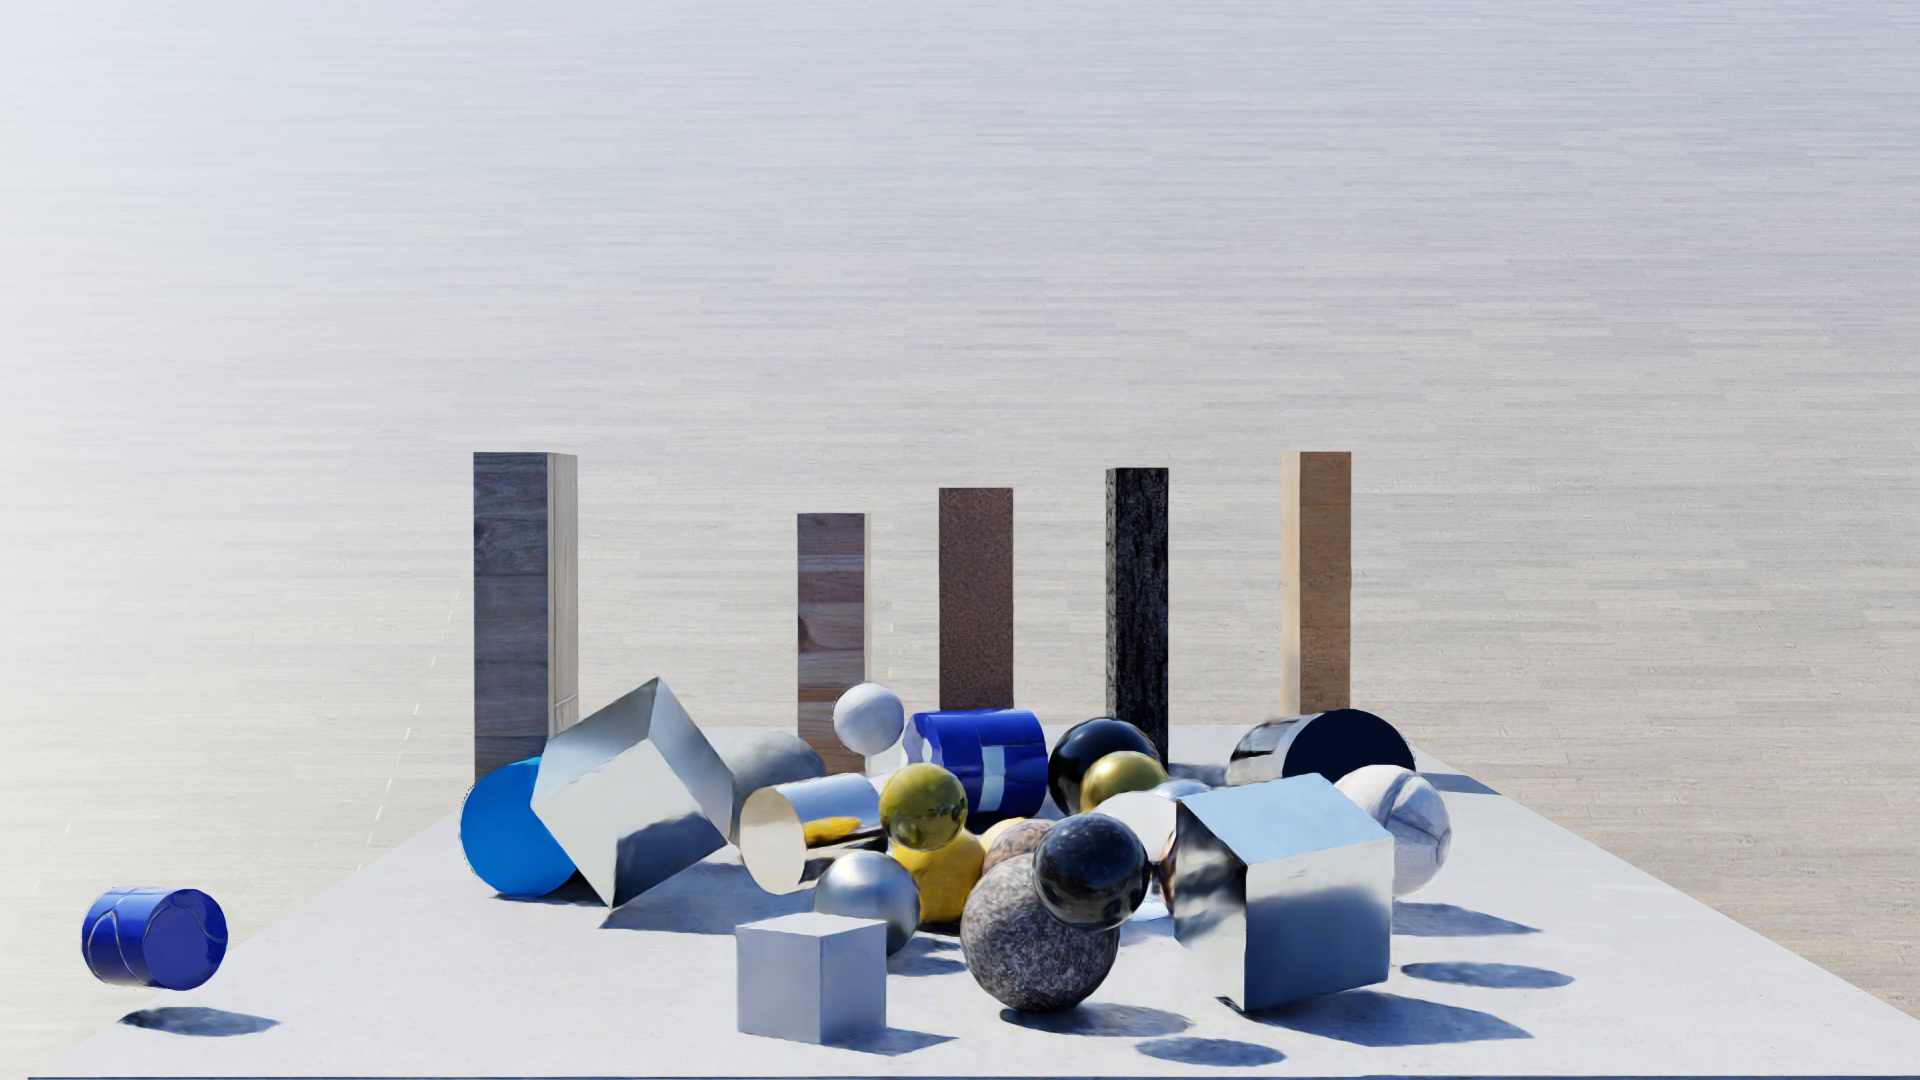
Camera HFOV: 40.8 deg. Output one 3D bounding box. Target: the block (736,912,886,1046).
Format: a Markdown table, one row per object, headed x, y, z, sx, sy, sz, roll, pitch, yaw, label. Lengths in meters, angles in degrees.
| x | y | z | sx | sy | sz | roll | pitch | yaw | label |
| --- | --- | --- | --- | --- | --- | --- | --- | --- | --- |
| -0.161 | 0.477 | 2.818 | 0.116 | 0.116 | 0.116 | 1 | 1 | 36 | block |

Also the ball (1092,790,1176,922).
| x | y | z | sx | sy | sz | roll | pitch | yaw | label |
| --- | --- | --- | --- | --- | --- | --- | --- | --- | --- |
| 0.245 | 0.434 | 3.544 | 0.178 | 0.178 | 0.178 | 0 | 27 | 0 | ball |

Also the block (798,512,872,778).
| x | y | z | sx | sy | sz | roll | pitch | yaw | label |
| --- | --- | --- | --- | --- | --- | --- | --- | --- | --- |
| -0.243 | 0.223 | 5.053 | 0.127 | 0.553 | 0.351 | 0 | 1 | 0 | block |

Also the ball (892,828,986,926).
| x | y | z | sx | sy | sz | roll | pitch | yaw | label |
| --- | --- | --- | --- | --- | --- | --- | --- | --- | --- |
| -0.027 | 0.454 | 3.515 | 0.140 | 0.140 | 0.140 | 0 | 27 | 0 | ball |

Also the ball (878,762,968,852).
| x | y | z | sx | sy | sz | roll | pitch | yaw | label |
| --- | --- | --- | --- | --- | --- | --- | --- | --- | --- |
| -0.047 | 0.343 | 3.314 | 0.115 | 0.115 | 0.115 | 0 | 27 | 0 | ball |

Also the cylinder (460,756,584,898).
| x | y | z | sx | sy | sz | roll | pitch | yaw | label |
| --- | --- | --- | --- | --- | --- | --- | --- | --- | --- |
| -0.616 | 0.421 | 3.853 | 0.195 | 0.195 | 0.195 | 6 | 2 | 11 | cylinder |

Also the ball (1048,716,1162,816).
| x | y | z | sx | sy | sz | roll | pitch | yaw | label |
| --- | --- | --- | --- | --- | --- | --- | --- | --- | --- |
| 0.252 | 0.408 | 4.491 | 0.200 | 0.200 | 0.200 | 0 | 27 | 0 | ball |

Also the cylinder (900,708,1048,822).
| x | y | z | sx | sy | sz | roll | pitch | yaw | label |
| --- | --- | --- | --- | --- | --- | --- | --- | --- | --- |
| 0.025 | 0.405 | 4.629 | 0.201 | 0.201 | 0.201 | -1 | 26 | -23 | cylinder |

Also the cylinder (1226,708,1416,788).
| x | y | z | sx | sy | sz | roll | pitch | yaw | label |
| --- | --- | --- | --- | --- | --- | --- | --- | --- | --- |
| 0.508 | 0.346 | 3.645 | 0.204 | 0.204 | 0.204 | -9 | -4 | -17 | cylinder |

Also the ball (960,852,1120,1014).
| x | y | z | sx | sy | sz | roll | pitch | yaw | label |
| --- | --- | --- | --- | --- | --- | --- | --- | --- | --- |
| 0.090 | 0.443 | 2.918 | 0.180 | 0.180 | 0.180 | 0 | 27 | 0 | ball |

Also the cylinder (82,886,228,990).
| x | y | z | sx | sy | sz | roll | pitch | yaw | label |
| --- | --- | --- | --- | --- | --- | --- | --- | --- | --- |
| -0.907 | 0.448 | 2.907 | 0.113 | 0.113 | 0.113 | -4 | 20 | 37 | cylinder |

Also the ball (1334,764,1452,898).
| x | y | z | sx | sy | sz | roll | pitch | yaw | label |
| --- | --- | --- | --- | --- | --- | --- | --- | --- | --- |
| 0.527 | 0.363 | 3.219 | 0.167 | 0.167 | 0.167 | 0 | 27 | 0 | ball |

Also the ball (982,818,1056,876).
| x | y | z | sx | sy | sz | roll | pitch | yaw | label |
| --- | --- | --- | --- | --- | --- | --- | --- | --- | --- |
| 0.105 | 0.449 | 3.455 | 0.152 | 0.152 | 0.152 | 0 | 27 | 0 | ball |

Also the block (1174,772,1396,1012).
| x | y | z | sx | sy | sz | roll | pitch | yaw | label |
| --- | --- | --- | --- | --- | --- | --- | --- | --- | --- |
| 0.367 | 0.398 | 2.950 | 0.182 | 0.182 | 0.182 | -8 | 21 | -19 | block |

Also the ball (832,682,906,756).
| x | y | z | sx | sy | sz | roll | pitch | yaw | label |
| --- | --- | --- | --- | --- | --- | --- | --- | --- | --- |
| -0.162 | 0.320 | 4.611 | 0.129 | 0.129 | 0.129 | 0 | 27 | 0 | ball |

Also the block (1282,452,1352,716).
| x | y | z | sx | sy | sz | roll | pitch | yaw | label |
| --- | --- | --- | --- | --- | --- | --- | --- | --- | --- |
| 0.747 | 0.155 | 5.434 | 0.105 | 0.676 | 0.301 | 0 | 1 | 0 | block |

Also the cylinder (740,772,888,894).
| x | y | z | sx | sy | sz | roll | pitch | yaw | label |
| --- | --- | --- | --- | --- | --- | --- | --- | --- | --- |
| -0.193 | 0.387 | 3.420 | 0.141 | 0.141 | 0.141 | -7 | 25 | -42 | cylinder |

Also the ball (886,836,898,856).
| x | y | z | sx | sy | sz | roll | pitch | yaw | label |
| --- | --- | --- | --- | --- | --- | --- | --- | --- | --- |
| -0.101 | 0.454 | 3.899 | 0.126 | 0.126 | 0.126 | 0 | 27 | 0 | ball |

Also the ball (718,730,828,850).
| x | y | z | sx | sy | sz | roll | pitch | yaw | label |
| --- | --- | --- | --- | --- | --- | --- | --- | --- | --- |
| -0.312 | 0.411 | 4.204 | 0.203 | 0.203 | 0.203 | 0 | 27 | 0 | ball |

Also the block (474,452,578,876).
| x | y | z | sx | sy | sz | roll | pitch | yaw | label |
| --- | --- | --- | --- | --- | --- | --- | --- | --- | --- |
| -0.689 | 0.188 | 4.121 | 0.114 | 0.652 | 0.314 | 0 | 1 | 0 | block |

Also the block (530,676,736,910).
| x | y | z | sx | sy | sz | roll | pitch | yaw | label |
| --- | --- | --- | --- | --- | --- | --- | --- | --- | --- |
| -0.461 | 0.357 | 3.667 | 0.197 | 0.197 | 0.197 | -30 | 20 | 10 | block |

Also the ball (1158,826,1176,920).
| x | y | z | sx | sy | sz | roll | pitch | yaw | label |
| --- | --- | --- | --- | --- | --- | --- | --- | --- | --- |
| 0.353 | 0.427 | 3.300 | 0.199 | 0.199 | 0.199 | 0 | 27 | 0 | ball |

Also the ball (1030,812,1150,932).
| x | y | z | sx | sy | sz | roll | pitch | yaw | label |
| --- | --- | --- | --- | --- | --- | --- | --- | --- | --- |
| 0.141 | 0.359 | 2.788 | 0.129 | 0.129 | 0.129 | 0 | 27 | 0 | ball |

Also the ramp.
| x | y | z | sx | sy | sz | roll | pitch | yaw | label |
| --- | --- | --- | --- | --- | --- | --- | --- | --- | --- |
| 0.062 | 0.556 | 4.594 | 2.000 | 0.100 | 4.000 | 0 | 1 | 0 | ramp |

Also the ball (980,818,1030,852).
| x | y | z | sx | sy | sz | roll | pitch | yaw | label |
| --- | --- | --- | --- | --- | --- | --- | --- | --- | --- |
| 0.084 | 0.456 | 3.632 | 0.131 | 0.131 | 0.131 | 0 | 27 | 0 | ball |

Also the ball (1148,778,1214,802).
| x | y | z | sx | sy | sz | roll | pitch | yaw | label |
| --- | --- | --- | --- | --- | --- | --- | --- | --- | --- |
| 0.329 | 0.436 | 3.826 | 0.164 | 0.164 | 0.164 | 0 | 27 | 0 | ball |

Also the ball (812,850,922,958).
| x | y | z | sx | sy | sz | roll | pitch | yaw | label |
| --- | --- | --- | --- | --- | --- | --- | --- | --- | --- |
| -0.117 | 0.459 | 3.243 | 0.138 | 0.138 | 0.138 | 0 | 27 | 0 | ball |

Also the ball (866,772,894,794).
| x | y | z | sx | sy | sz | roll | pitch | yaw | label |
| --- | --- | --- | --- | --- | --- | --- | --- | --- | --- |
| -0.114 | 0.445 | 4.178 | 0.137 | 0.137 | 0.137 | 0 | 27 | 0 | ball |

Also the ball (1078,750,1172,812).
| x | y | z | sx | sy | sz | roll | pitch | yaw | label |
| --- | --- | --- | --- | --- | --- | --- | --- | --- | --- |
| 0.276 | 0.430 | 4.278 | 0.163 | 0.163 | 0.163 | 0 | 27 | 0 | ball |

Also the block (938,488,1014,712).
| x | y | z | sx | sy | sz | roll | pitch | yaw | label |
| --- | --- | --- | --- | --- | --- | --- | --- | --- | --- |
| 0.033 | 0.194 | 5.315 | 0.149 | 0.602 | 0.319 | 0 | 1 | 0 | block |

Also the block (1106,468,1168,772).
| x | y | z | sx | sy | sz | roll | pitch | yaw | label |
| --- | --- | --- | --- | --- | --- | --- | --- | --- | --- |
| 0.375 | 0.170 | 5.504 | 0.108 | 0.643 | 0.372 | 0 | 1 | 0 | block |
